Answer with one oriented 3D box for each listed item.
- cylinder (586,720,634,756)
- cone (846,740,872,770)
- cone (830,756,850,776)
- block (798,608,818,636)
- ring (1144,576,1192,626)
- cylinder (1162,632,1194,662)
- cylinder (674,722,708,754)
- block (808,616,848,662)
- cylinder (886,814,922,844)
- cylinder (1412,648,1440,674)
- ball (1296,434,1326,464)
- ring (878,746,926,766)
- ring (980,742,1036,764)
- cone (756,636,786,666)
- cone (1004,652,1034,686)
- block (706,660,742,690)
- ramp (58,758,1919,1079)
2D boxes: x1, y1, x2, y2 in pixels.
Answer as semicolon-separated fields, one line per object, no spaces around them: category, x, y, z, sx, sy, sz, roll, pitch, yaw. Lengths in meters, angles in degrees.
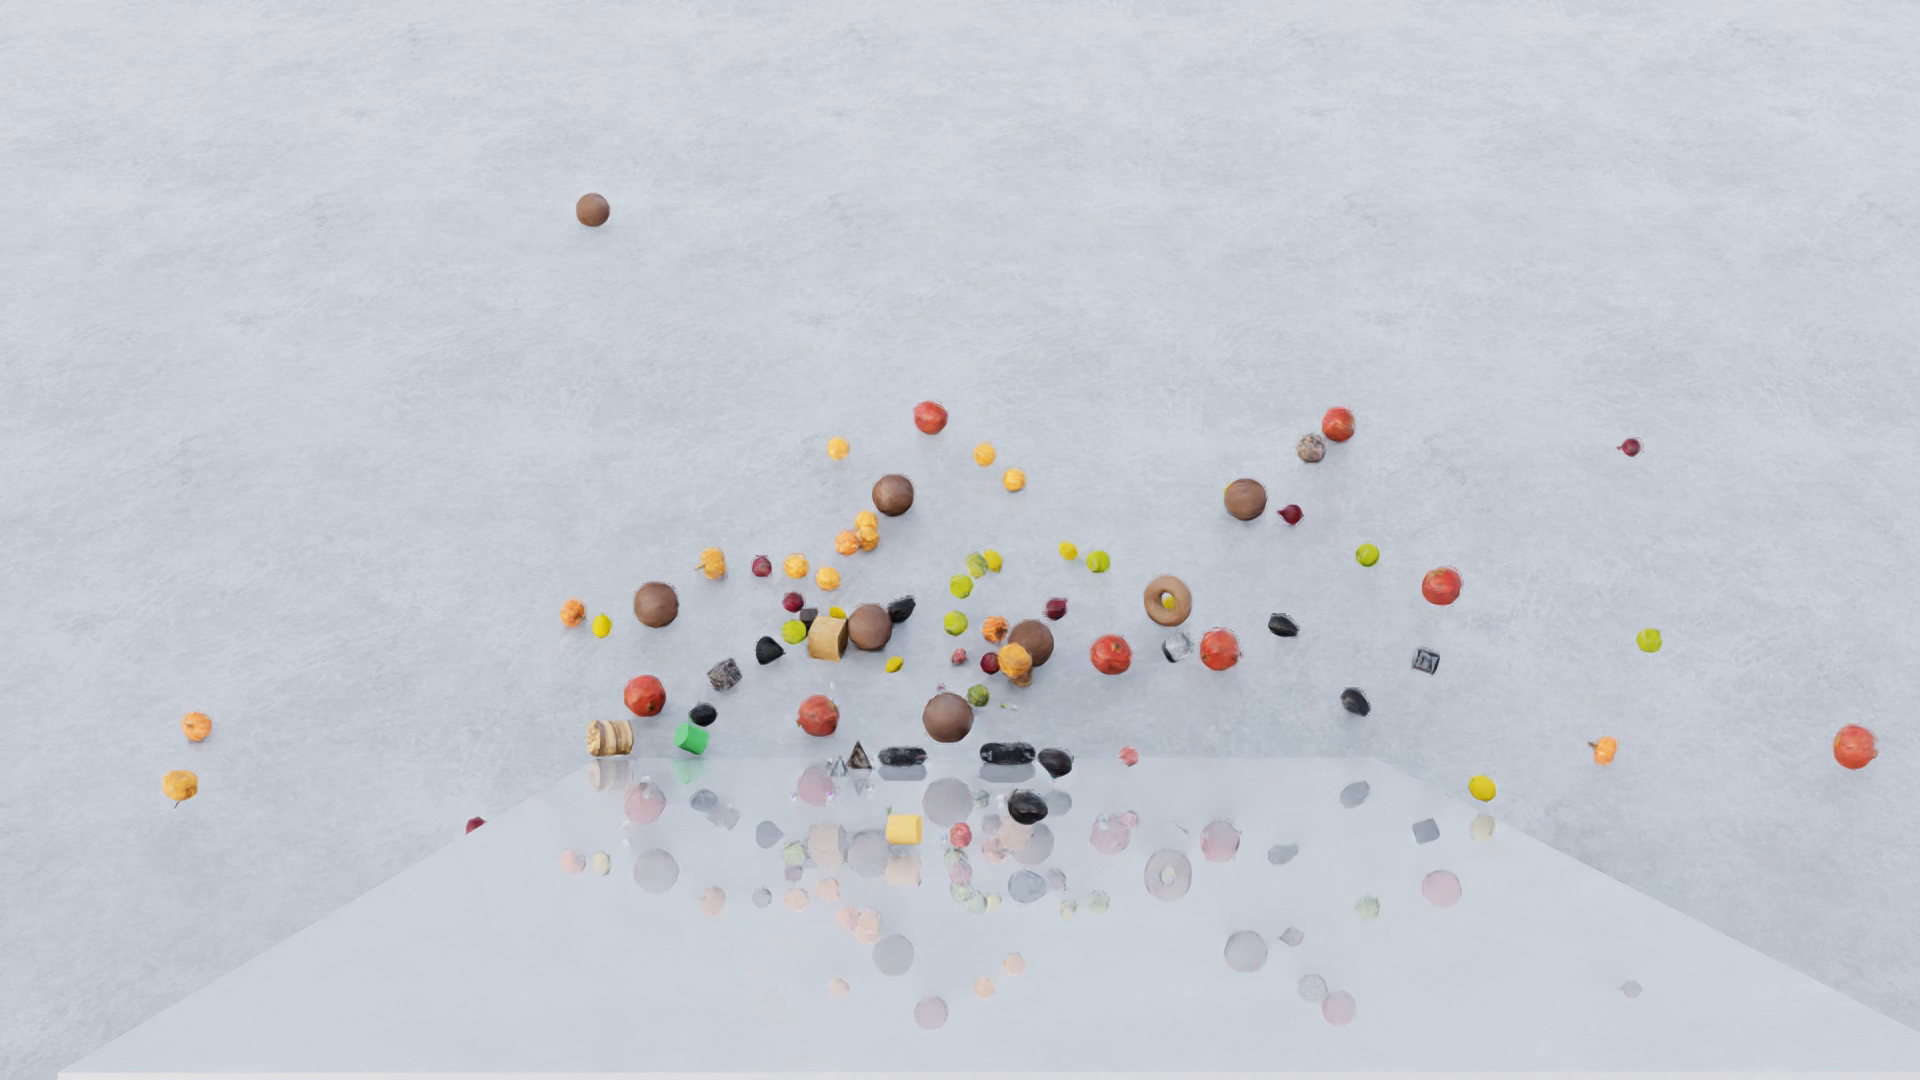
cylinder;-0.910;0.515;6.728;0.092;0.092;0.092;1;27;-30
cone;-0.250;0.525;6.362;0.070;0.070;0.070;0;0;0
cone;-0.285;0.534;6.136;0.050;0.050;0.050;0;0;0
block;-0.426;0.232;7.332;0.054;0.054;0.054;-7;36;-6
ring;0.590;0.173;7.345;0.150;0.150;0.050;18;19;28
cylinder;0.605;0.298;7.196;0.064;0.064;0.064;-32;22;23
cylinder;-0.707;0.523;6.812;0.066;0.066;0.066;25;16;-32
block;-0.369;0.276;7.239;0.087;0.087;0.087;7;31;12
cylinder;-0.099;0.518;4.632;0.053;0.053;0.053;0;30;13
cylinder;1.268;0.330;7.048;0.060;0.060;0.060;17;32;1
ball;1.113;-0.290;8.194;0.094;0.094;0.094;0;30;0
ring;-0.143;0.540;6.469;0.122;0.041;0.122;-1;0;0
ring;0.121;0.537;6.525;0.143;0.048;0.143;1;0;0
cone;-0.509;0.309;7.161;0.082;0.082;0.082;4;25;45
cone;0.179;0.339;7.095;0.090;0.090;0.090;23;33;-16
block;-0.646;0.370;7.087;0.058;0.058;0.058;-15;20;34
ramp;0.068;0.605;4.670;2.000;0.100;4.000;0;0;0
